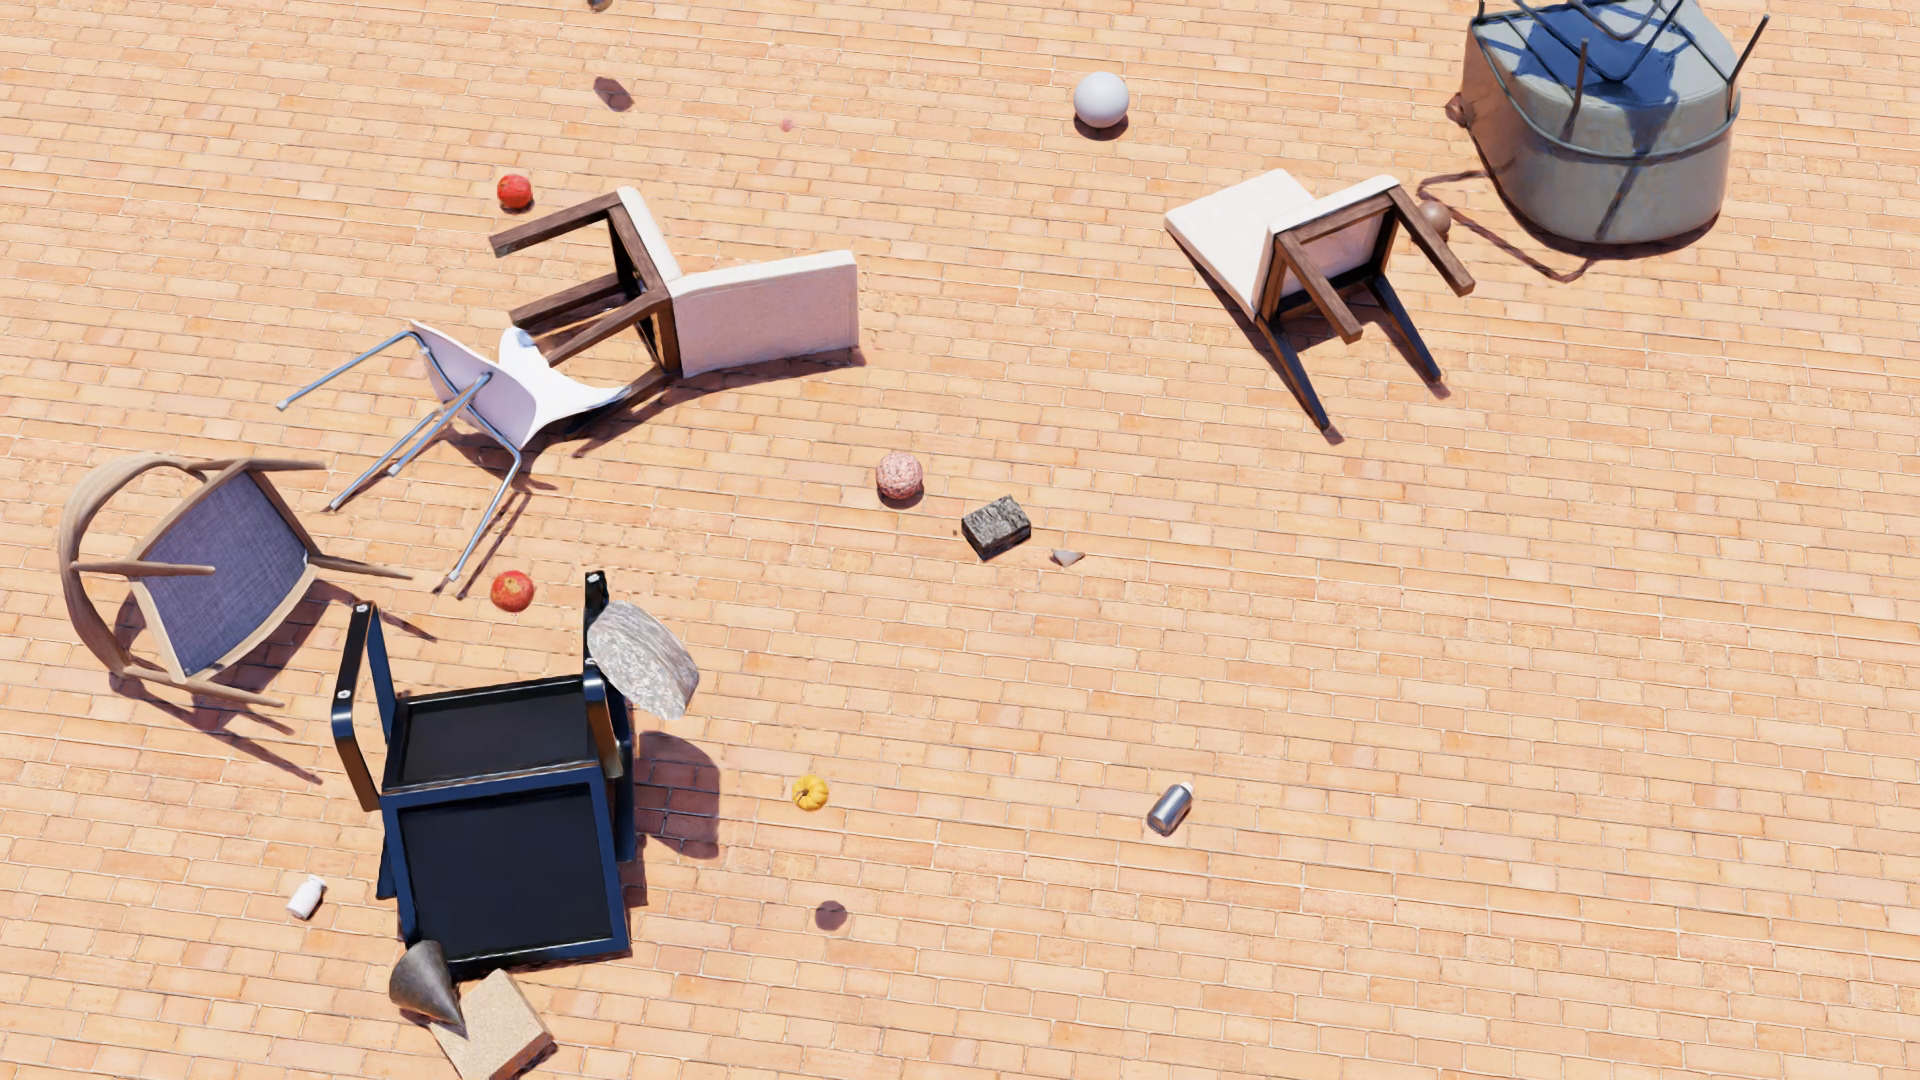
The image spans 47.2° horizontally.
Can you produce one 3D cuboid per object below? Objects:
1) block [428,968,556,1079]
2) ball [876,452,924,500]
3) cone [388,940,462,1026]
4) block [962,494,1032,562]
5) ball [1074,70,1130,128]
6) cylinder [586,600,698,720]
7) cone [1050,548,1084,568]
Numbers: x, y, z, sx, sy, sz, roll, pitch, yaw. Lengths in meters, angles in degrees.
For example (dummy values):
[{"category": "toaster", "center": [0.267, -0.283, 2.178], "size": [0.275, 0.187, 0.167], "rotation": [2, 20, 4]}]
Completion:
[{"category": "block", "center": [-1.200, 1.263, 5.639], "size": [0.229, 0.084, 0.220], "rotation": [-40, 62, -7]}, {"category": "ball", "center": [-0.183, -0.195, 6.617], "size": [0.145, 0.145, 0.145], "rotation": [0, 56, 0]}, {"category": "cone", "center": [-1.327, 1.173, 5.611], "size": [0.248, 0.153, 0.202], "rotation": [33, 105, 41]}, {"category": "block", "center": [0.109, -0.037, 6.550], "size": [0.168, 0.081, 0.122], "rotation": [-27, 60, -17]}, {"category": "ball", "center": [0.480, -1.494, 7.462], "size": [0.191, 0.191, 0.191], "rotation": [0, 56, 0]}, {"category": "cylinder", "center": [-0.802, 0.302, 5.585], "size": [0.122, 0.328, 0.317], "rotation": [-44, 97, 6]}, {"category": "cone", "center": [0.315, 0.059, 6.516], "size": [0.122, 0.048, 0.053], "rotation": [7, 91, -24]}]
